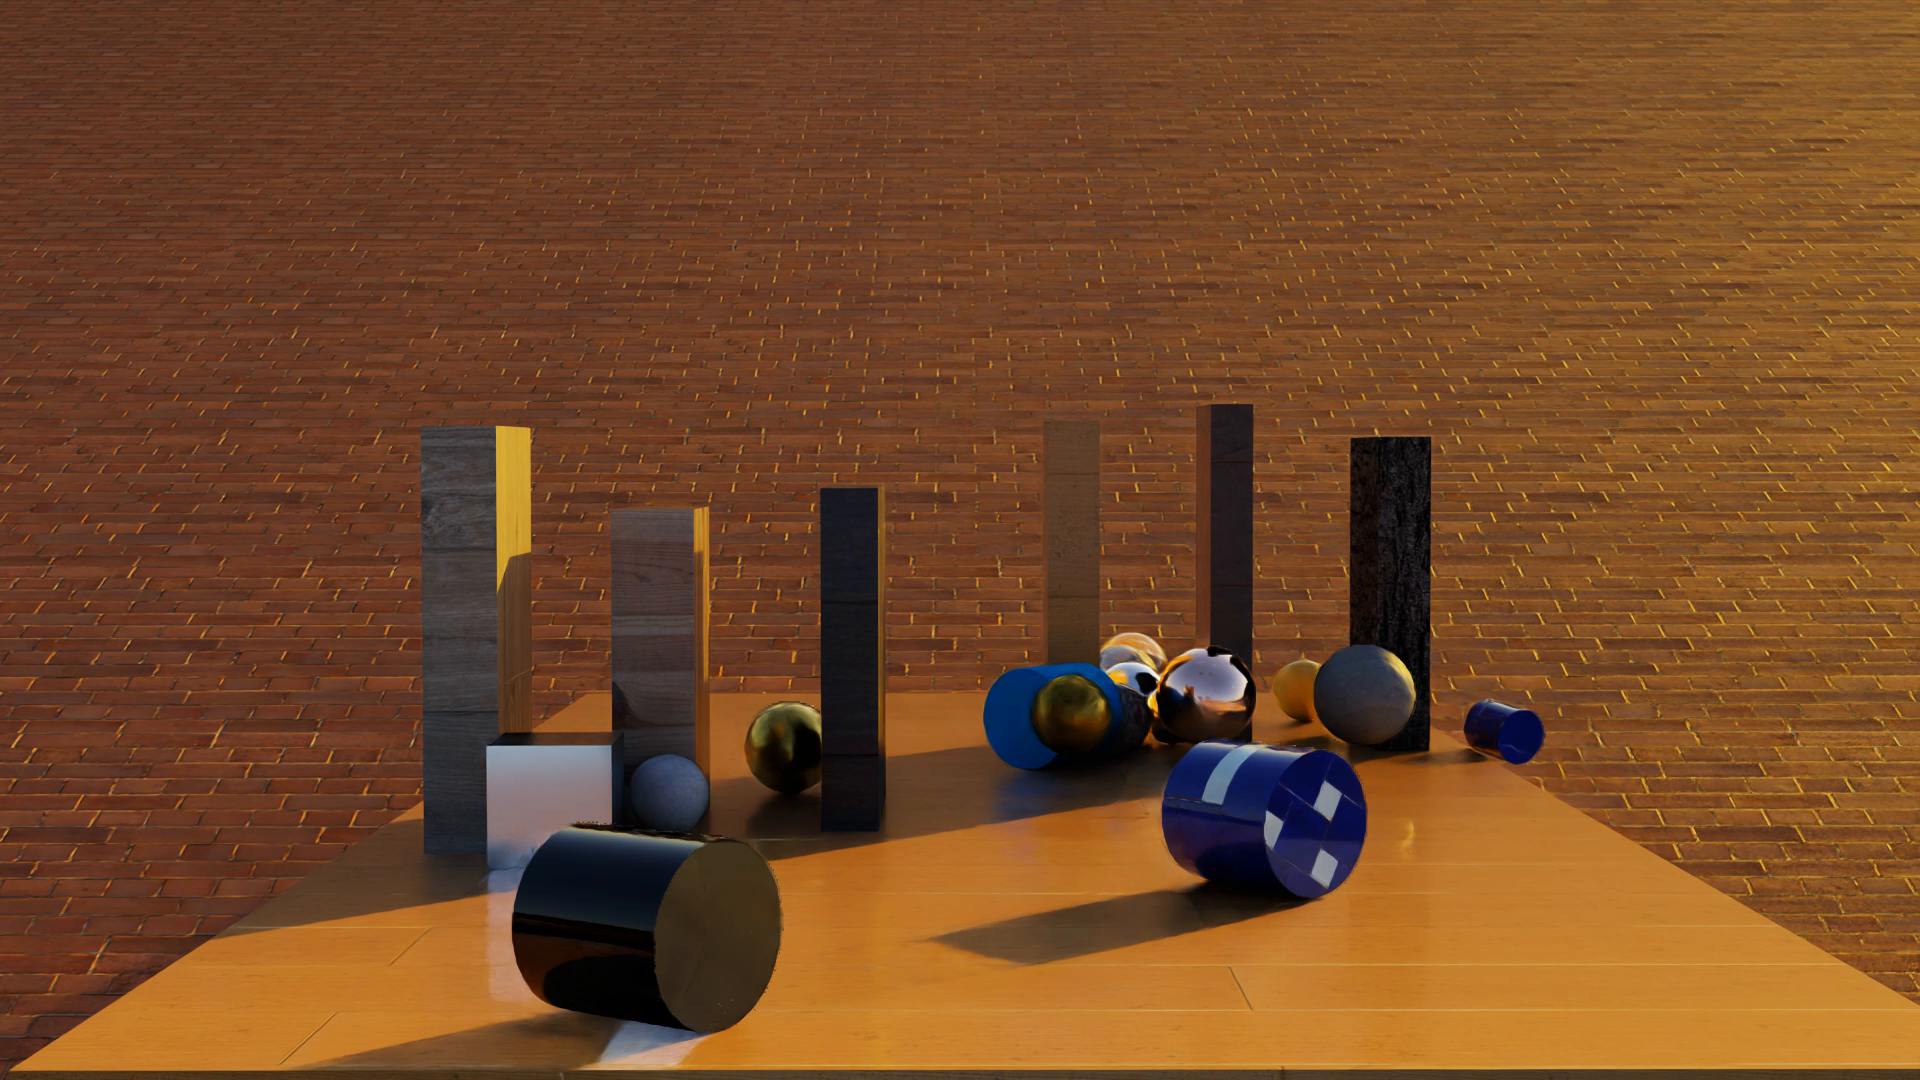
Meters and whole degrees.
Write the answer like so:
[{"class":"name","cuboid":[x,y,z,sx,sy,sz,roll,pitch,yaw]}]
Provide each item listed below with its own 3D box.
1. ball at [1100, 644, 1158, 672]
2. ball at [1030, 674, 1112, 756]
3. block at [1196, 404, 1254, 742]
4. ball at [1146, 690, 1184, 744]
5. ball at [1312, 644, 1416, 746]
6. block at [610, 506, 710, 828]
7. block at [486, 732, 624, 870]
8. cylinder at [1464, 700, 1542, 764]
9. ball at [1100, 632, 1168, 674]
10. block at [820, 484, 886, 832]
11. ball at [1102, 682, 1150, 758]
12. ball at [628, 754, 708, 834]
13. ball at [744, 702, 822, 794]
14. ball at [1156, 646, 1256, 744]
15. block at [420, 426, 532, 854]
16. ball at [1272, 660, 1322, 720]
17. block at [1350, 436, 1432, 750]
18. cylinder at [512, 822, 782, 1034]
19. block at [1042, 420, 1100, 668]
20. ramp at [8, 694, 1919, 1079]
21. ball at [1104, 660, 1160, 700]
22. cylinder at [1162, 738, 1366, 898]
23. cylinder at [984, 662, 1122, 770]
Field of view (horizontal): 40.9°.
[{"class":"ball","cuboid":[0.376,0.326,5.959,0.167,0.167,0.167,0,24,0]},{"class":"ball","cuboid":[0.207,0.328,4.825,0.151,0.151,0.151,0,24,0]},{"class":"block","cuboid":[0.550,0.074,5.380,0.086,0.709,0.316,0,2,0]},{"class":"ball","cuboid":[0.445,0.365,5.405,0.126,0.126,0.126,0,24,0]},{"class":"ball","cuboid":[0.812,0.311,5.182,0.203,0.203,0.203,0,24,0]},{"class":"block","cuboid":[-0.499,0.206,4.314,0.134,0.519,0.257,0,2,0]},{"class":"block","cuboid":[-0.605,0.389,3.868,0.182,0.182,0.182,0,2,-2]},{"class":"cylinder","cuboid":[1.117,0.393,5.293,0.113,0.113,0.113,-12,13,-24]},{"class":"ball","cuboid":[0.415,0.311,6.237,0.178,0.178,0.178,0,24,0]},{"class":"block","cuboid":[-0.178,0.186,4.361,0.092,0.554,0.427,0,2,0]},{"class":"ball","cuboid":[0.306,0.360,5.169,0.152,0.152,0.152,0,24,0]},{"class":"ball","cuboid":[-0.468,0.407,4.128,0.129,0.129,0.129,0,24,0]},{"class":"ball","cuboid":[-0.306,0.373,4.631,0.163,0.163,0.163,0,24,0]},{"class":"ball","cuboid":[0.490,0.311,5.132,0.199,0.199,0.199,0,24,0]},{"class":"block","cuboid":[-0.760,0.147,4.071,0.114,0.652,0.314,0,2,0]},{"class":"ball","cuboid":[0.784,0.342,5.879,0.140,0.140,0.140,0,24,0]},{"class":"block","cuboid":[0.908,0.104,5.454,0.108,0.643,0.372,0,2,0]},{"class":"cylinder","cuboid":[-0.336,0.415,2.771,0.204,0.204,0.204,1,21,36]},{"class":"block","cuboid":[0.231,0.091,5.383,0.105,0.676,0.301,0,2,0]},{"class":"ramp","cuboid":[0.056,0.507,4.550,2.000,0.100,4.000,0,2,0]},{"class":"ball","cuboid":[0.366,0.342,5.526,0.165,0.165,0.165,0,24,0]},{"class":"cylinder","cuboid":[0.424,0.386,3.599,0.201,0.201,0.201,-20,13,-37]},{"class":"cylinder","cuboid":[0.183,0.343,5.044,0.195,0.195,0.195,18,12,35]}]
